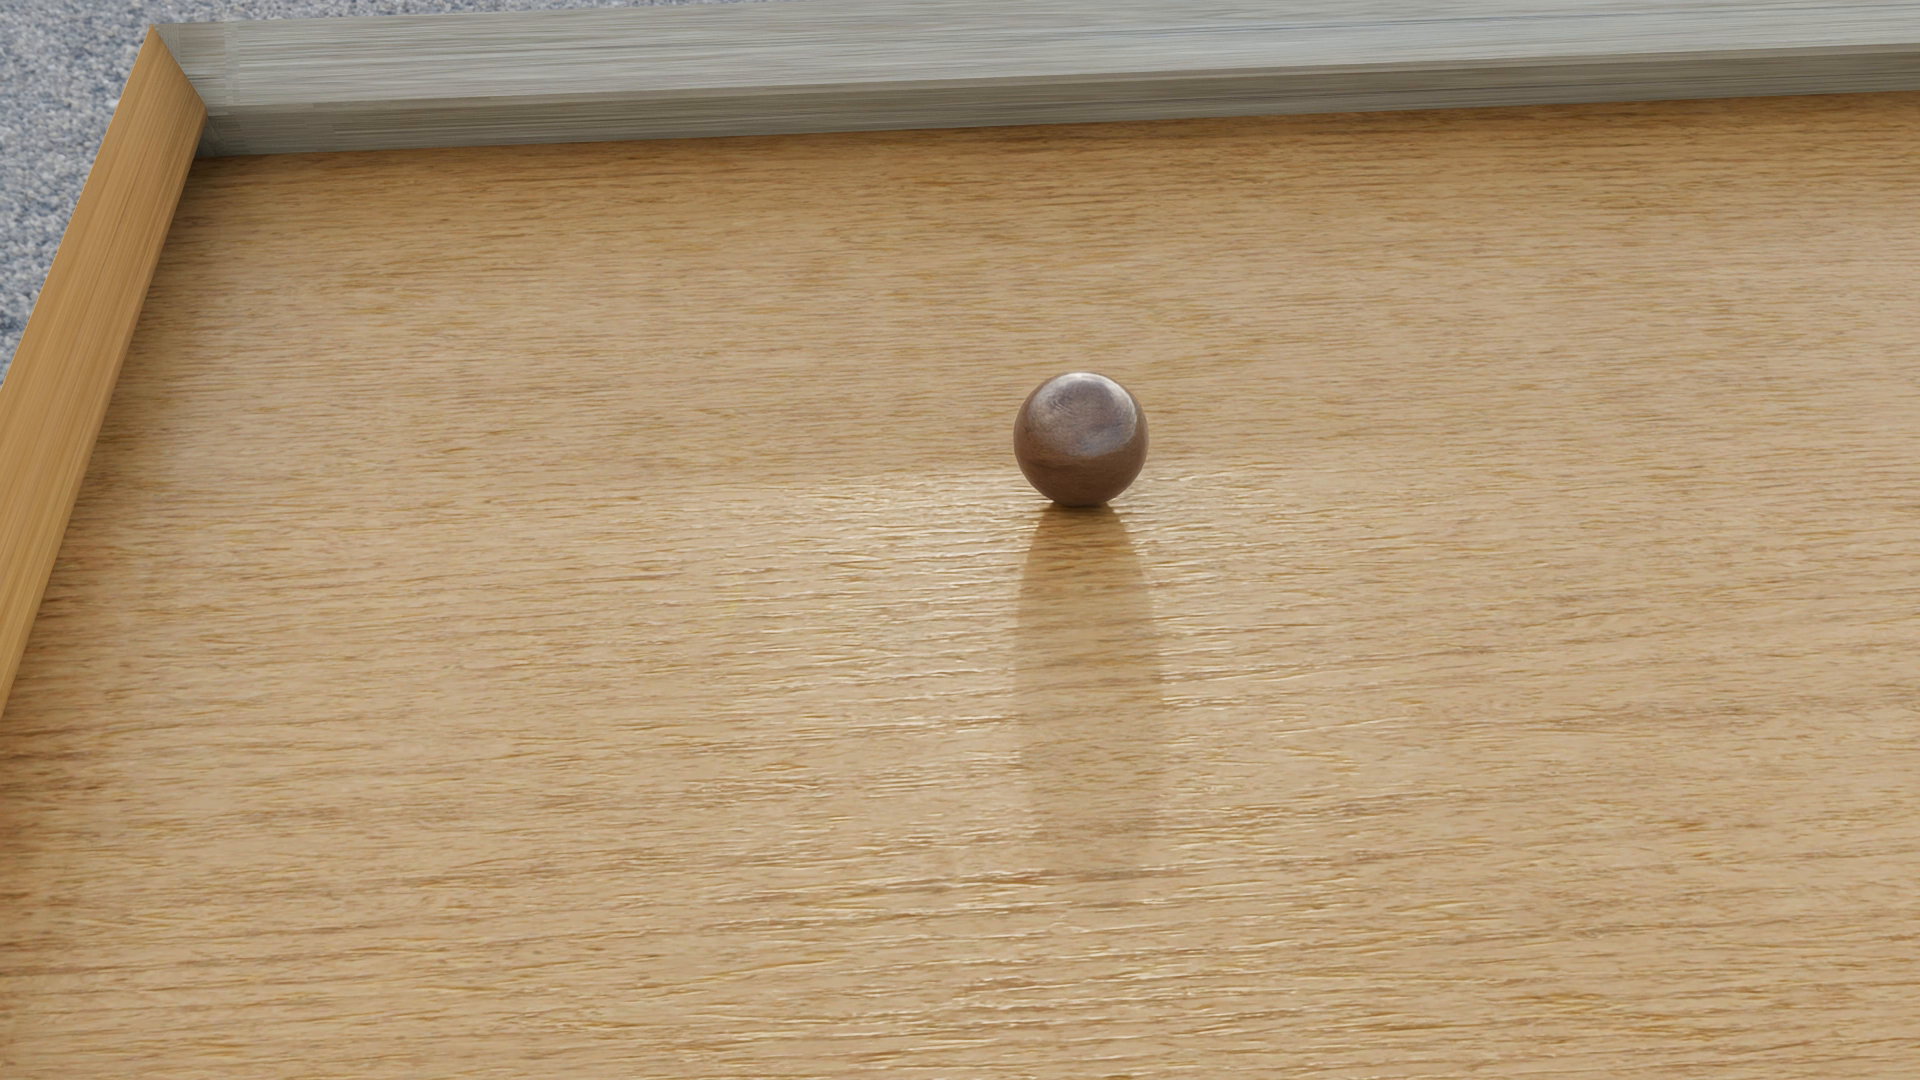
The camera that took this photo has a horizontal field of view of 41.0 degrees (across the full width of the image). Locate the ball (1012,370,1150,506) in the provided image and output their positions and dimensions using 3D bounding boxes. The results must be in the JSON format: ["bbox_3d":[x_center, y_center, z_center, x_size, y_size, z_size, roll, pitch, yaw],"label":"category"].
[{"bbox_3d":[0.087,-0.073,1.844,0.098,0.098,0.098,0,35,0],"label":"ball"}]

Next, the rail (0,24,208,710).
[{"bbox_3d":[-0.622,0.011,1.698,0.045,0.127,1.427,-3,35,-4],"label":"rail"}]

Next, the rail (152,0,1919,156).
[{"bbox_3d":[0.587,-0.450,2.349,2.594,0.127,0.045,-3,35,-4],"label":"rail"}]
